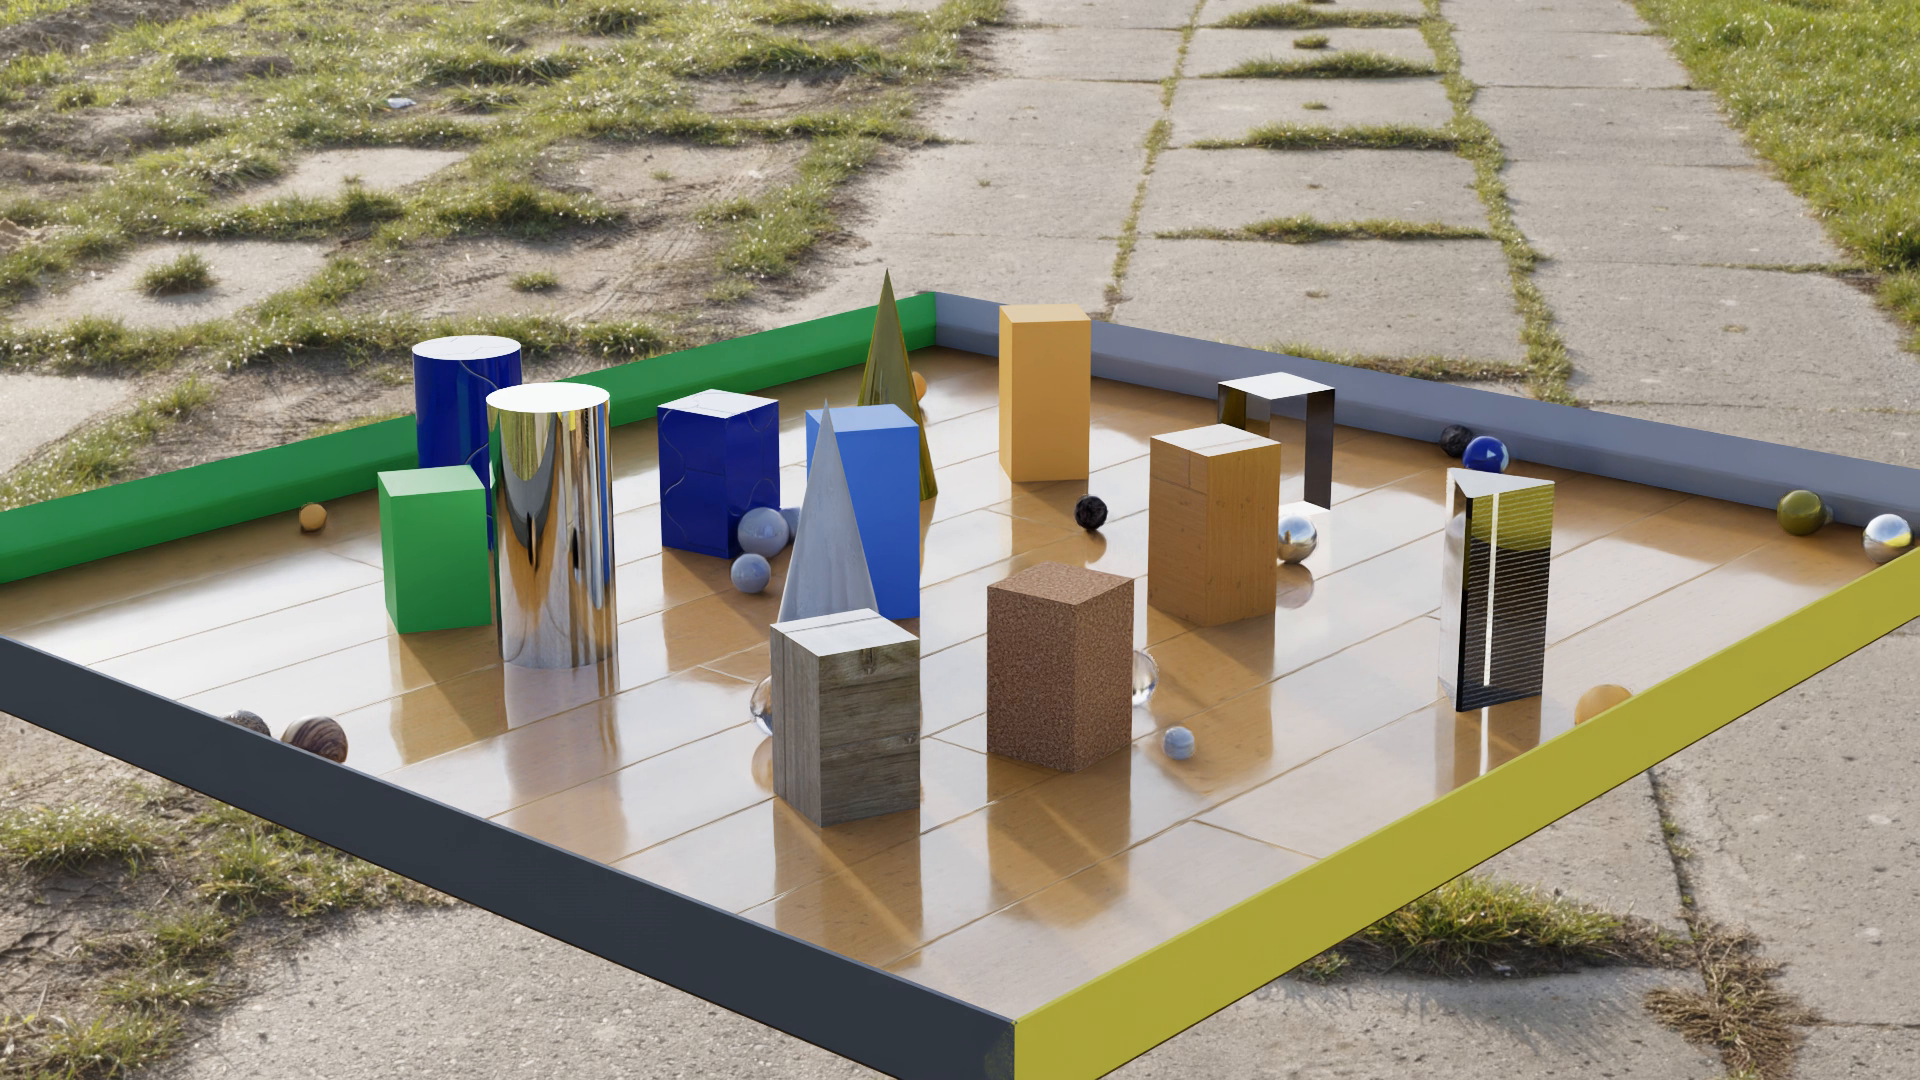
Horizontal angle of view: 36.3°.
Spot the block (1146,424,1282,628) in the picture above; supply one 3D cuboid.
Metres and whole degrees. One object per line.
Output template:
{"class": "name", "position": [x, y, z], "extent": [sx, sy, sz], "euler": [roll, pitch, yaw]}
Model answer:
{"class": "block", "position": [0.434, -0.027, 5.020], "extent": [0.158, 0.300, 0.158], "euler": [-11, 20, -32]}

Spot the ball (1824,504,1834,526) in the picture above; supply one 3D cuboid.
{"class": "ball", "position": [1.629, -0.048, 5.539], "extent": [0.041, 0.041, 0.041], "euler": [0, 17, 0]}

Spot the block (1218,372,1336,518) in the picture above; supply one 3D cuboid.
{"class": "block", "position": [0.603, -0.179, 5.624], "extent": [0.158, 0.242, 0.158], "euler": [-11, 20, -32]}

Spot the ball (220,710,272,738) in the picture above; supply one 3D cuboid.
{"class": "ball", "position": [-1.058, 0.296, 4.305], "extent": [0.094, 0.094, 0.094], "euler": [0, 17, 0]}

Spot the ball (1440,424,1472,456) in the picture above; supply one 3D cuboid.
{"class": "ball", "position": [1.017, -0.204, 6.014], "extent": [0.066, 0.066, 0.066], "euler": [0, 17, 0]}

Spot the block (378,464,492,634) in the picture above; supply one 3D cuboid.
{"class": "block", "position": [-0.894, 0.014, 4.989], "extent": [0.158, 0.240, 0.158], "euler": [-5, 18, -18]}

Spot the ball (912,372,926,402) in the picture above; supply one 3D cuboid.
{"class": "ball", "position": [-0.109, -0.335, 6.438], "extent": [0.072, 0.072, 0.072], "euler": [0, 17, 0]}

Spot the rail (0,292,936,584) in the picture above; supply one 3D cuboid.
{"class": "rail", "position": [-0.981, -0.214, 5.935], "extent": [0.045, 0.128, 2.862], "euler": [14, 22, 39]}

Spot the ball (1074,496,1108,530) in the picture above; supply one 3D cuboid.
{"class": "ball", "position": [0.246, -0.051, 5.511], "extent": [0.064, 0.064, 0.064], "euler": [0, 17, 0]}

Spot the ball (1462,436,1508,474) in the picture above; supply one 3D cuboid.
{"class": "ball", "position": [1.047, -0.163, 5.839], "extent": [0.089, 0.089, 0.089], "euler": [0, 17, 0]}

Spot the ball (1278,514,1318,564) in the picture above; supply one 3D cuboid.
{"class": "ball", "position": [0.601, -0.003, 5.306], "extent": [0.090, 0.090, 0.090], "euler": [0, 17, 0]}

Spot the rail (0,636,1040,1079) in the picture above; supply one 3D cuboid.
{"class": "rail", "position": [-0.923, 0.339, 4.103], "extent": [2.645, 0.128, 0.045], "euler": [14, 22, 39]}

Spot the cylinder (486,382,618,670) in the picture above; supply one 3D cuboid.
{"class": "cylinder", "position": [-0.664, -0.025, 4.789], "extent": [0.197, 0.430, 0.197], "euler": [0, 17, 0]}

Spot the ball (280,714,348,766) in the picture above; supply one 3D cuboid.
{"class": "ball", "position": [-0.942, 0.303, 4.275], "extent": [0.098, 0.098, 0.098], "euler": [0, 17, 0]}

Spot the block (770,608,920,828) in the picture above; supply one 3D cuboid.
{"class": "block", "position": [-0.164, 0.251, 4.178], "extent": [0.158, 0.254, 0.158], "euler": [-9, 19, -27]}

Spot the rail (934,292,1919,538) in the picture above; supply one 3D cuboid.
{"class": "rail", "position": [0.923, -0.275, 6.137], "extent": [2.645, 0.128, 0.045], "euler": [14, 22, 39]}

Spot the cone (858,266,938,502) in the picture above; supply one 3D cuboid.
{"class": "cone", "position": [-0.140, -0.312, 5.706], "extent": [0.197, 0.450, 0.197], "euler": [0, 17, 0]}

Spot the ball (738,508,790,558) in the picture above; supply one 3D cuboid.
{"class": "ball", "position": [-0.357, -0.013, 5.331], "extent": [0.094, 0.094, 0.094], "euler": [0, 17, 0]}

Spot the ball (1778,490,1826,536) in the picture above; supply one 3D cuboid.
{"class": "ball", "position": [1.571, -0.051, 5.468], "extent": [0.088, 0.088, 0.088], "euler": [0, 17, 0]}

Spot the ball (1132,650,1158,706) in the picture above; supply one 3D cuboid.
{"class": "ball", "position": [0.265, 0.216, 4.583], "extent": [0.088, 0.088, 0.088], "euler": [0, 17, 0]}

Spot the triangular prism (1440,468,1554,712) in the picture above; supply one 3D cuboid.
{"class": "triangular prism", "position": [0.811, 0.071, 4.615], "extent": [0.171, 0.347, 0.148], "euler": [-10, 19, -29]}

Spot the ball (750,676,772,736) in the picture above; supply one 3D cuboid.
{"class": "ball", "position": [-0.271, 0.251, 4.448], "extent": [0.098, 0.098, 0.098], "euler": [0, 17, 0]}

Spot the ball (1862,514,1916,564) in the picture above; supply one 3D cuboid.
{"class": "ball", "position": [1.678, -0.002, 5.299], "extent": [0.092, 0.092, 0.092], "euler": [0, 17, 0]}

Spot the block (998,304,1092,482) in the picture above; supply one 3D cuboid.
{"class": "block", "position": [0.168, -0.296, 5.873], "extent": [0.158, 0.324, 0.158], "euler": [-2, 17, -8]}

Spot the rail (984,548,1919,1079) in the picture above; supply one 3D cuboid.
{"class": "rail", "position": [0.981, 0.278, 4.305], "extent": [0.045, 0.128, 2.862], "euler": [14, 22, 39]}

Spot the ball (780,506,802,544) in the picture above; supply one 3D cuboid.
{"class": "ball", "position": [-0.309, -0.028, 5.422], "extent": [0.071, 0.071, 0.071], "euler": [0, 17, 0]}

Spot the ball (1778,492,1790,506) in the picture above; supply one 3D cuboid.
{"class": "ball", "position": [1.580, -0.062, 5.555], "extent": [0.059, 0.059, 0.059], "euler": [0, 17, 0]}

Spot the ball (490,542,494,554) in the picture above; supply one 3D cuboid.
{"class": "ball", "position": [-0.835, 0.013, 5.340], "extent": [0.040, 0.040, 0.040], "euler": [0, 17, 0]}

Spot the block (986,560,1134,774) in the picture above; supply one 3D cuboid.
{"class": "block", "position": [0.150, 0.187, 4.379], "extent": [0.158, 0.261, 0.158], "euler": [12, 20, 34]}

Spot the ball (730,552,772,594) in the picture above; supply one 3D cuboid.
{"class": "ball", "position": [-0.366, 0.058, 5.136], "extent": [0.071, 0.071, 0.071], "euler": [0, 17, 0]}

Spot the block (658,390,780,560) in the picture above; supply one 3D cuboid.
{"class": "block", "position": [-0.442, -0.123, 5.401], "extent": [0.158, 0.265, 0.158], "euler": [11, 20, 32]}

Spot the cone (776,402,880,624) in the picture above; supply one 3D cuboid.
{"class": "cone", "position": [-0.215, -0.020, 4.763], "extent": [0.197, 0.435, 0.197], "euler": [0, 17, 0]}

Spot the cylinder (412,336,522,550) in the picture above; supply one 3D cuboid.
{"class": "cylinder", "position": [-0.905, -0.181, 5.429], "extent": [0.197, 0.360, 0.197], "euler": [0, 17, 0]}

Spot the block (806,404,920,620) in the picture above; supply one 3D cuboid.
{"class": "block", "position": [-0.166, -0.045, 5.017], "extent": [0.158, 0.337, 0.158], "euler": [-5, 17, -16]}

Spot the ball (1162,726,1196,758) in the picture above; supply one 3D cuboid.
{"class": "ball", "position": [0.326, 0.302, 4.367], "extent": [0.048, 0.048, 0.048], "euler": [0, 17, 0]}

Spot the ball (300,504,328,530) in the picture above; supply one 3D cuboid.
{"class": "ball", "position": [-1.213, -0.042, 5.505], "extent": [0.051, 0.051, 0.051], "euler": [0, 17, 0]}

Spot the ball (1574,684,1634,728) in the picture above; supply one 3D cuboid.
{"class": "ball", "position": [0.973, 0.265, 4.404], "extent": [0.098, 0.098, 0.098], "euler": [0, 17, 0]}
